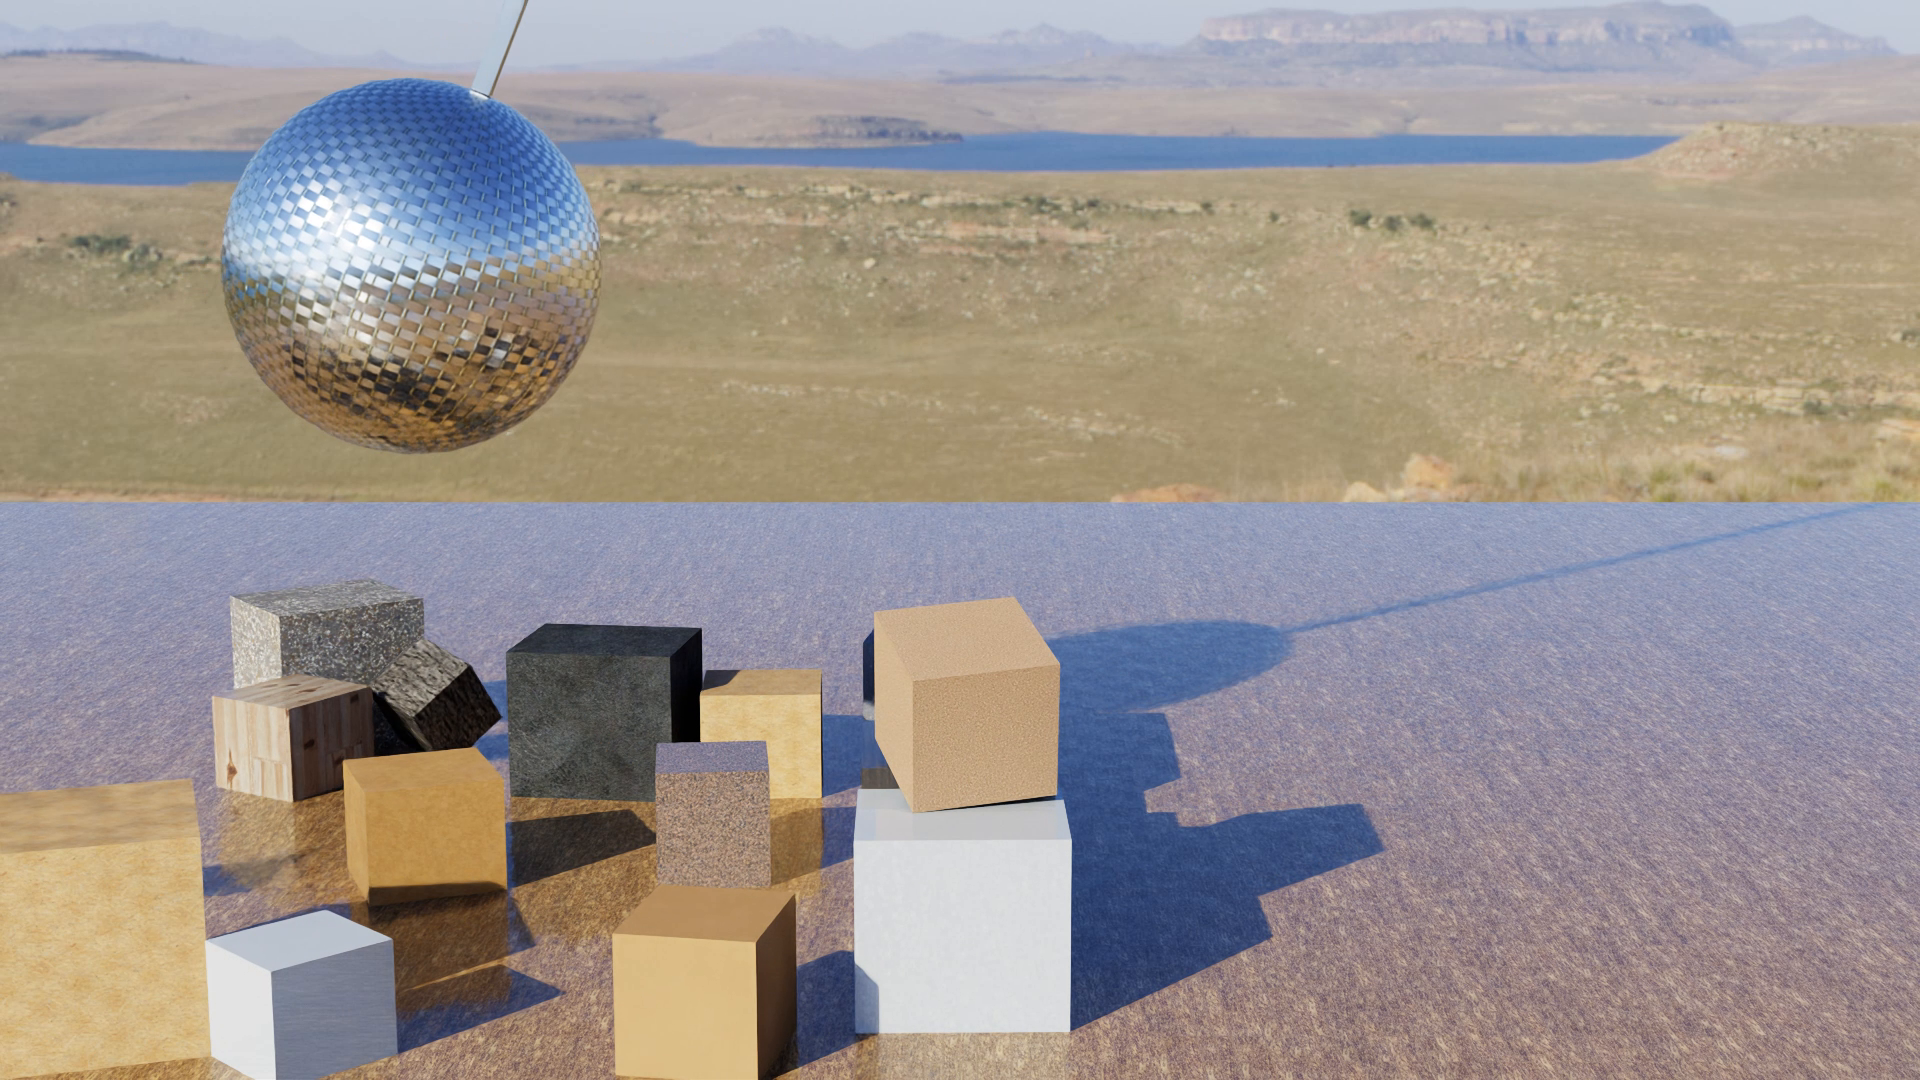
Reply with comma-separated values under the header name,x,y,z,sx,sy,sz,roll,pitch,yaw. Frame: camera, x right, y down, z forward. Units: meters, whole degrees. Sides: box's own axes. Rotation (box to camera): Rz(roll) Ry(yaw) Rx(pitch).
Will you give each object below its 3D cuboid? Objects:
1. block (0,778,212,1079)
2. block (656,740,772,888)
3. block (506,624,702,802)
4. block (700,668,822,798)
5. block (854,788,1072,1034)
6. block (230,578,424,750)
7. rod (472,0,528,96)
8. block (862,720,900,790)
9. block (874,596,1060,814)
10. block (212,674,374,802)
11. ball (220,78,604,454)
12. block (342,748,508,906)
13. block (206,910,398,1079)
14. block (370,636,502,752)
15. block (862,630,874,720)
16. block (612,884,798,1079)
name,x,y,z,sx,sy,sz,roll,pitch,yaw
block,-3.215,1.416,9.474,0.797,0.824,0.814,-3,11,-18
block,-1.098,1.217,11.407,0.493,0.524,0.516,-1,10,-6
block,-1.762,0.854,12.831,0.819,0.729,0.671,1,10,7
block,-0.984,0.963,12.812,0.587,0.521,0.549,0,10,-2
block,0.005,1.401,9.788,0.797,0.741,0.689,0,10,-1
block,-3.357,0.681,13.656,0.795,0.773,0.677,-8,13,-36
rod,-1.011,-4.247,10.408,0.080,5.200,0.080,23,10,-4
block,-0.017,1.230,10.501,0.763,0.823,0.765,0,10,-2
block,0.018,0.630,9.954,0.571,0.561,0.620,-6,25,-14
block,-3.333,0.983,12.849,0.531,0.468,0.564,6,12,31
ball,-2.333,-1.165,10.968,1.600,1.600,1.600,0,10,0
block,-2.357,1.251,11.287,0.593,0.500,0.576,-4,11,-22
block,-2.374,1.651,9.257,0.489,0.439,0.460,-10,14,-43
block,-2.700,0.837,13.181,0.413,0.412,0.397,24,58,39
block,-0.218,0.751,14.135,0.562,0.464,0.466,1,10,7
block,-0.915,1.601,9.294,0.521,0.526,0.566,2,10,10
